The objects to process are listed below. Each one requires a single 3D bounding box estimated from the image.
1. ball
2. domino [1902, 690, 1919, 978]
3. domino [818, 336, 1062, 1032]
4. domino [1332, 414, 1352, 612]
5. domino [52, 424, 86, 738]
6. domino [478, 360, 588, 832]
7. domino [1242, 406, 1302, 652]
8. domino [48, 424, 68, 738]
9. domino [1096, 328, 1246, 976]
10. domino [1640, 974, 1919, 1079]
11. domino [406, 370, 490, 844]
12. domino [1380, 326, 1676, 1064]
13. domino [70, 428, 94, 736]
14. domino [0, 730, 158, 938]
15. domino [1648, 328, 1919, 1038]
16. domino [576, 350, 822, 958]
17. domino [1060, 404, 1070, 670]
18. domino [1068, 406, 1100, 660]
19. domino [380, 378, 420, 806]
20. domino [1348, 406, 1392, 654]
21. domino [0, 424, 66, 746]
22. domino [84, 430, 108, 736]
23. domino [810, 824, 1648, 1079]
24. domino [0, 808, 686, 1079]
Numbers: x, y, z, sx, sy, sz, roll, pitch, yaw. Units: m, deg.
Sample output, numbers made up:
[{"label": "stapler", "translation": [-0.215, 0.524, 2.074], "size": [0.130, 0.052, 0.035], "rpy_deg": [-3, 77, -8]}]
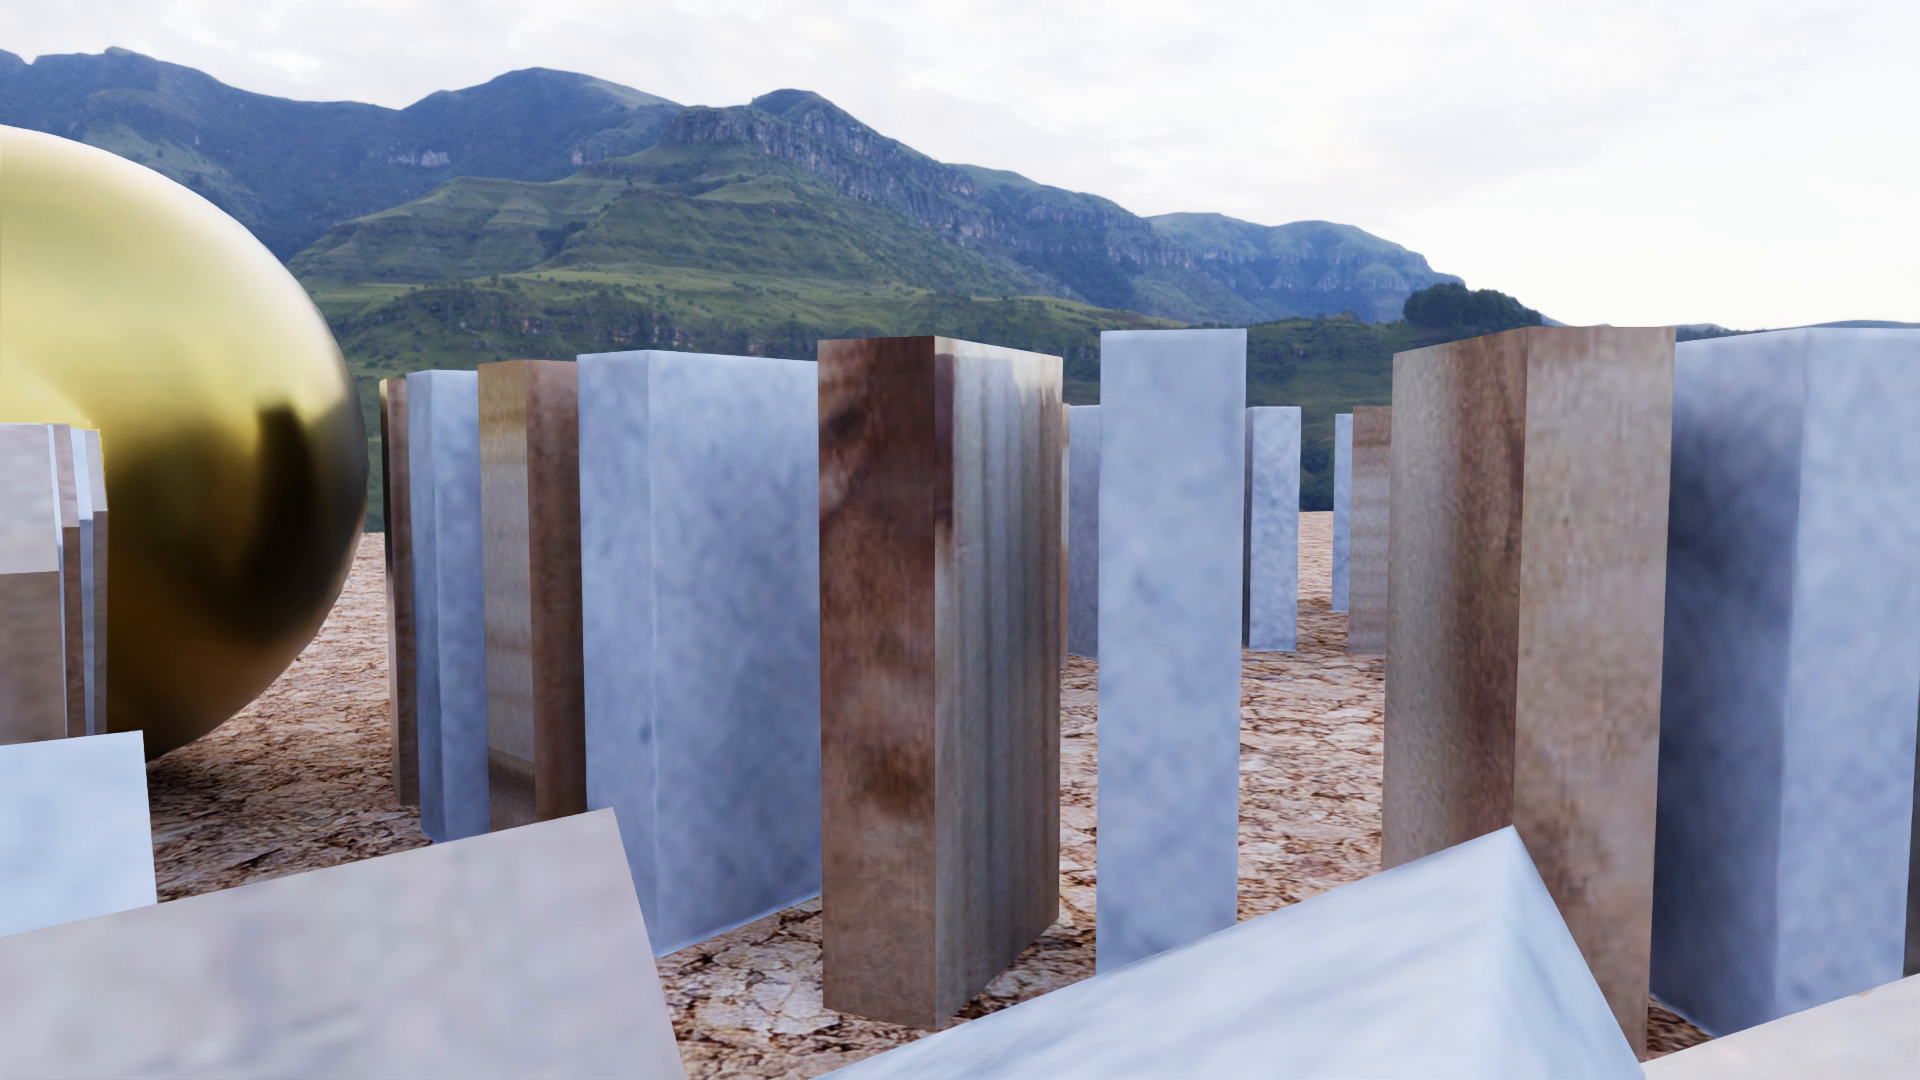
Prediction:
[{"label": "ball", "translation": [-0.116, -0.009, 0.156], "size": [0.080, 0.080, 0.080], "rpy_deg": [0, 4, 0]}, {"label": "domino", "translation": [0.077, 0.010, 0.102], "size": [0.010, 0.050, 0.025], "rpy_deg": [-1, 4, -16]}, {"label": "domino", "translation": [-0.001, 0.010, 0.104], "size": [0.010, 0.050, 0.025], "rpy_deg": [2, 5, 25]}, {"label": "domino", "translation": [0.102, -0.008, 0.334], "size": [0.010, 0.050, 0.025], "rpy_deg": [1, 4, 17]}, {"label": "domino", "translation": [-0.075, 0.014, 0.088], "size": [0.025, 0.050, 0.009], "rpy_deg": [-4, 47, -36]}, {"label": "domino", "translation": [-0.033, 0.008, 0.128], "size": [0.010, 0.050, 0.025], "rpy_deg": [4, 6, 45]}, {"label": "domino", "translation": [0.065, -0.003, 0.274], "size": [0.010, 0.050, 0.025], "rpy_deg": [0, 4, 4]}, {"label": "domino", "translation": [-0.069, 0.015, 0.077], "size": [0.025, 0.050, 0.009], "rpy_deg": [-3, 47, -36]}, {"label": "domino", "translation": [0.017, 0.010, 0.099], "size": [0.010, 0.050, 0.025], "rpy_deg": [1, 4, 12]}, {"label": "domino", "translation": [0.015, 0.025, 0.031], "size": [0.050, 0.010, 0.025], "rpy_deg": [-26, -2, 14]}, {"label": "domino", "translation": [-0.047, 0.007, 0.143], "size": [0.025, 0.050, 0.010], "rpy_deg": [-3, 5, -37]}, {"label": "domino", "translation": [0.041, 0.010, 0.096], "size": [0.009, 0.050, 0.025], "rpy_deg": [0, 4, -1]}, {"label": "domino", "translation": [-0.082, 0.013, 0.099], "size": [0.025, 0.050, 0.009], "rpy_deg": [-3, 47, -36]}, {"label": "domino", "translation": [-0.049, 0.022, 0.053], "size": [0.025, 0.009, 0.050], "rpy_deg": [-3, -24, -36]}, {"label": "domino", "translation": [0.058, 0.010, 0.098], "size": [0.009, 0.050, 0.025], "rpy_deg": [-1, 4, -7]}, {"label": "domino", "translation": [-0.021, 0.009, 0.117], "size": [0.010, 0.050, 0.025], "rpy_deg": [3, 5, 38]}, {"label": "domino", "translation": [0.008, -0.001, 0.246], "size": [0.025, 0.050, 0.010], "rpy_deg": [3, 5, 38]}, {"label": "domino", "translation": [0.025, -0.002, 0.262], "size": [0.010, 0.050, 0.025], "rpy_deg": [-3, 5, -34]}, {"label": "domino", "translation": [-0.057, 0.006, 0.159], "size": [0.025, 0.050, 0.009], "rpy_deg": [-2, 5, -29]}, {"label": "domino", "translation": [0.087, -0.003, 0.270], "size": [0.009, 0.050, 0.025], "rpy_deg": [1, 5, 18]}, {"label": "domino", "translation": [-0.061, 0.016, 0.066], "size": [0.025, 0.050, 0.010], "rpy_deg": [-4, 48, -36]}, {"label": "domino", "translation": [-0.088, 0.013, 0.110], "size": [0.025, 0.050, 0.010], "rpy_deg": [-3, 47, -36]}, {"label": "domino", "translation": [-0.008, 0.024, 0.034], "size": [0.050, 0.009, 0.025], "rpy_deg": [-29, -8, 24]}, {"label": "domino", "translation": [-0.032, 0.023, 0.041], "size": [0.025, 0.009, 0.050], "rpy_deg": [-4, -24, -43]}]
